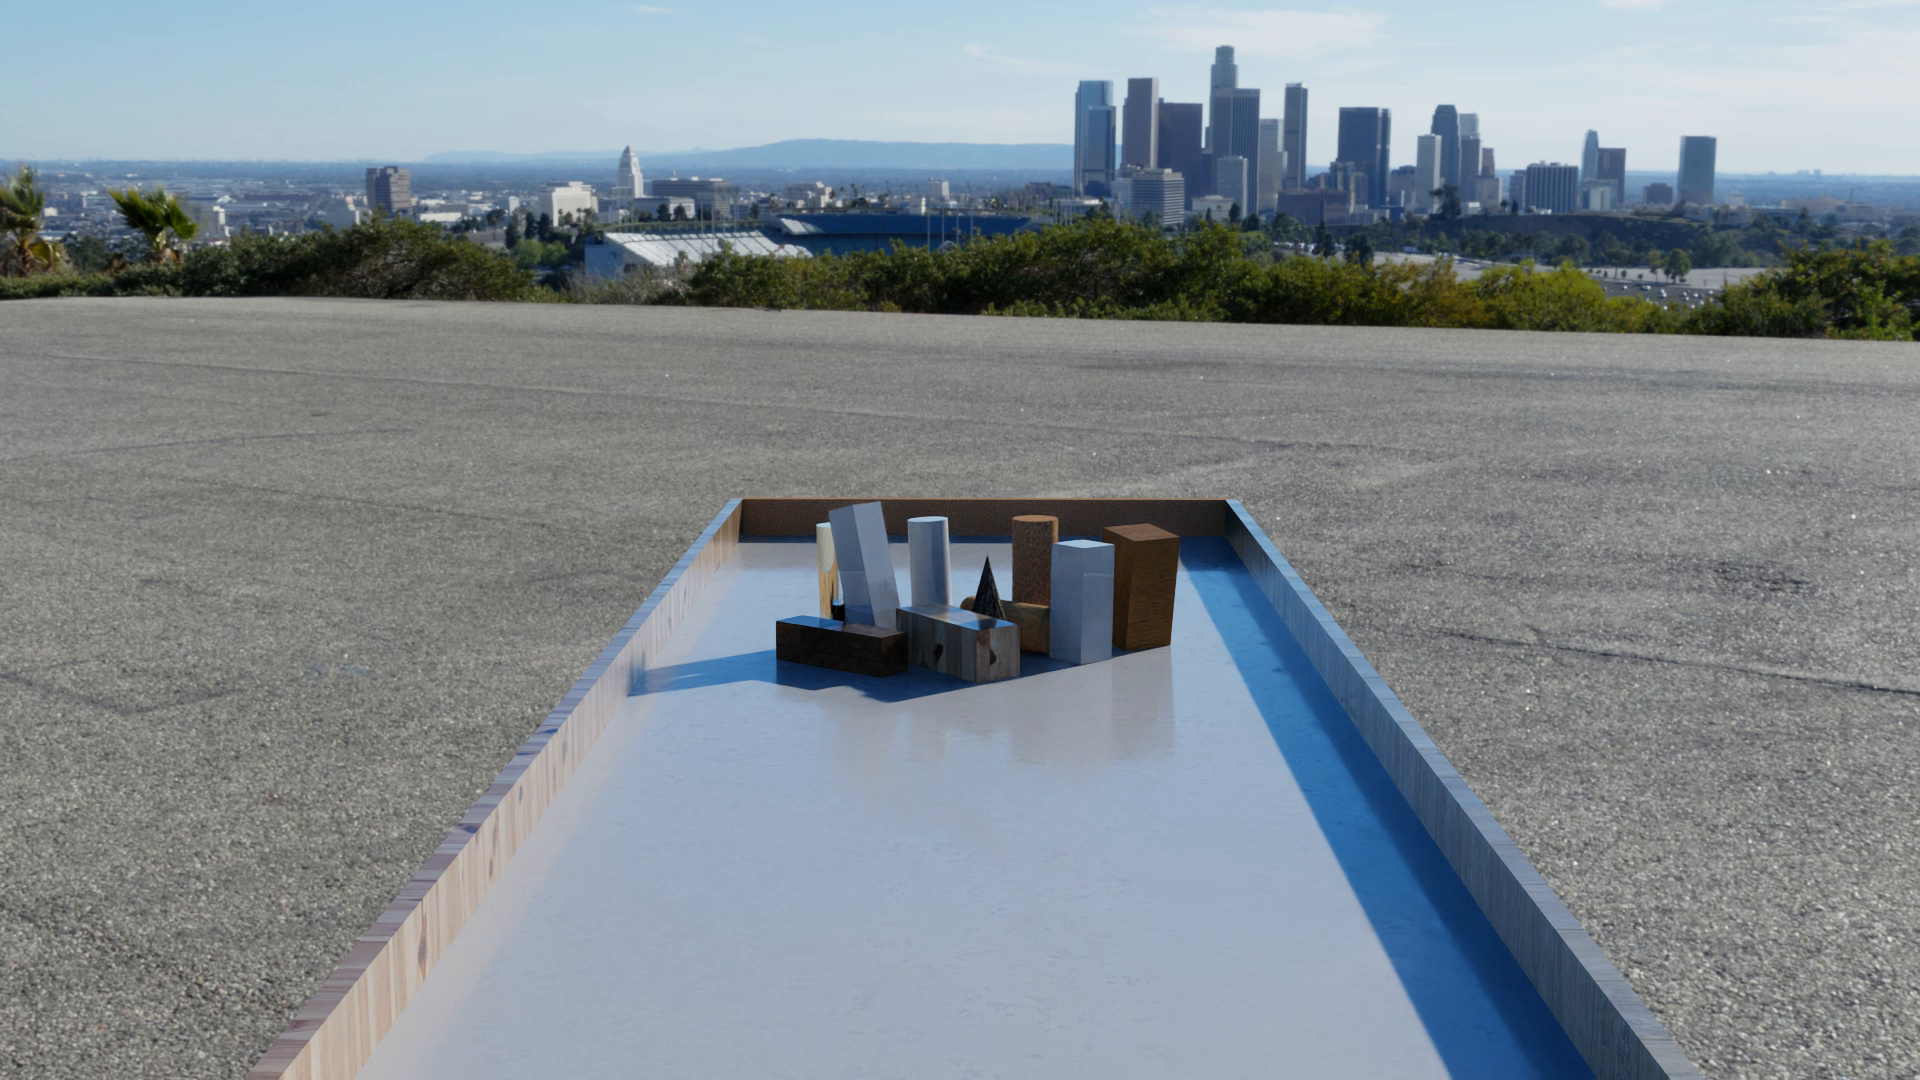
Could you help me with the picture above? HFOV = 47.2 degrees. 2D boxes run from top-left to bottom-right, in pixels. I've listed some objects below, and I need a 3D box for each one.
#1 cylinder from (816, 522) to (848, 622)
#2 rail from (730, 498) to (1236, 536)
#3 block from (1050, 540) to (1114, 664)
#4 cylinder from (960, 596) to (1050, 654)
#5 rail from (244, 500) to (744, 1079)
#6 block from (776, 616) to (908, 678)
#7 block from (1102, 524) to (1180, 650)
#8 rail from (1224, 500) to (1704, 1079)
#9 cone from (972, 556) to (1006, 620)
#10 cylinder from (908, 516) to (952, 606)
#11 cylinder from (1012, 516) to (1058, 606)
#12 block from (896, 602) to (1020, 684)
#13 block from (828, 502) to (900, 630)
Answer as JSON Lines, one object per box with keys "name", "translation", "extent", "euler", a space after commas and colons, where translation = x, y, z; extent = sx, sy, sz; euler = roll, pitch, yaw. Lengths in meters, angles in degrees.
{"name": "cylinder", "translation": [-0.372, 0.138, 6.920], "extent": [0.146, 0.376, 0.146], "euler": [-2, 7, 0]}
{"name": "rail", "translation": [0.099, -0.098, 9.147], "extent": [2.100, 0.150, 0.050], "euler": [0, 9, 1]}
{"name": "block", "translation": [0.371, 0.187, 6.690], "extent": [0.135, 0.354, 0.135], "euler": [-6, 11, -42]}
{"name": "cylinder", "translation": [0.159, 0.264, 6.884], "extent": [0.322, 0.144, 0.144], "euler": [7, 11, 38]}
{"name": "rail", "translation": [-1.004, 0.839, 3.234], "extent": [0.050, 0.150, 12.000], "euler": [0, 9, 1]}
{"name": "block", "translation": [-0.358, 0.318, 6.618], "extent": [0.419, 0.120, 0.120], "euler": [7, 11, 37]}
{"name": "block", "translation": [0.555, 0.146, 6.903], "extent": [0.173, 0.353, 0.173], "euler": [-5, 17, -30]}
{"name": "rail", "translation": [1.046, 0.843, 3.208], "extent": [0.050, 0.150, 12.000], "euler": [0, 9, 1]}
{"name": "cone", "translation": [0.084, 0.200, 6.749], "extent": [0.175, 0.313, 0.175], "euler": [0, 9, 0]}
{"name": "cylinder", "translation": [-0.093, 0.124, 6.978], "extent": [0.129, 0.384, 0.129], "euler": [-3, 8, 0]}
{"name": "cylinder", "translation": [0.238, 0.124, 6.985], "extent": [0.144, 0.389, 0.144], "euler": [0, 9, 0]}
{"name": "block", "translation": [-0.009, 0.305, 6.588], "extent": [0.156, 0.156, 0.423], "euler": [-6, 11, -35]}
{"name": "block", "translation": [-0.284, 0.118, 6.768], "extent": [0.117, 0.453, 0.117], "euler": [-9, -3, -45]}
